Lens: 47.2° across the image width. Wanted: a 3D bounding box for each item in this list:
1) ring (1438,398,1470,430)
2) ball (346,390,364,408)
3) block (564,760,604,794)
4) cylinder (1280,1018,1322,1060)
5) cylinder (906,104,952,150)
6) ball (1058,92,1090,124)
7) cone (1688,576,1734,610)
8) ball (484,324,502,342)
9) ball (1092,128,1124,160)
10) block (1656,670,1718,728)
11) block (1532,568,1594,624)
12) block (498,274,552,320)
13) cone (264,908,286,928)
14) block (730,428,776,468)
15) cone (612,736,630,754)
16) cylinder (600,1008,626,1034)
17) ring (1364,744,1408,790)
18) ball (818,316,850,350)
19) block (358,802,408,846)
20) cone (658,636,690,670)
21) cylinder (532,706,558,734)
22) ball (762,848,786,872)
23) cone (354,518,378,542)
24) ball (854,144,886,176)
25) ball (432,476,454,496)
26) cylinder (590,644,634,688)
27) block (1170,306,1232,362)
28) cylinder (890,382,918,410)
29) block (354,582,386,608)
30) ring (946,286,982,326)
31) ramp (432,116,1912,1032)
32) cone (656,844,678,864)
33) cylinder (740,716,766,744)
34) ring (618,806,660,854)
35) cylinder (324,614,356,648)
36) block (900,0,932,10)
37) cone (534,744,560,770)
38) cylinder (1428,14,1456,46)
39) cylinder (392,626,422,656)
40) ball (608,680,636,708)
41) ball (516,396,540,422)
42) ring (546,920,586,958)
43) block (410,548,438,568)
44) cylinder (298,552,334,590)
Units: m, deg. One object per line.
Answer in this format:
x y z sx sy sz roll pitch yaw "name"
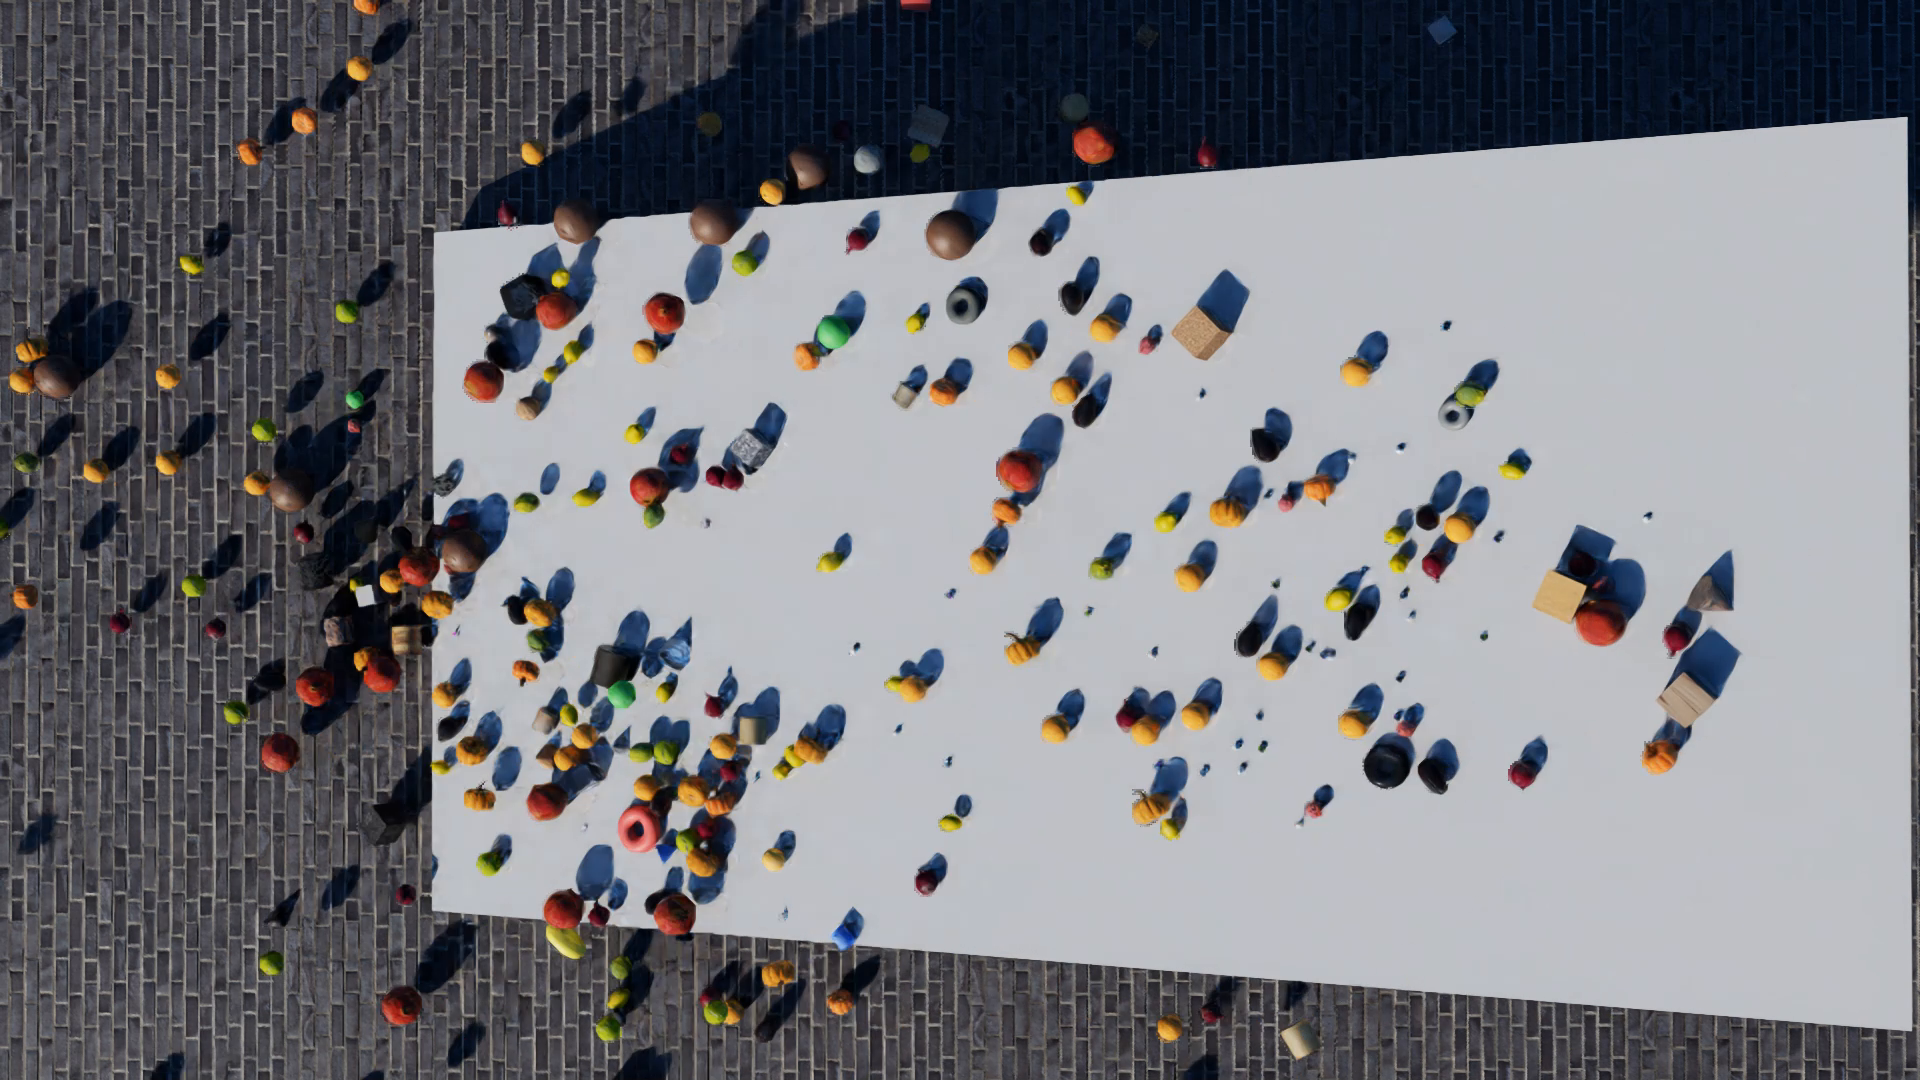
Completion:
1.172 -0.297 5.218 0.077 0.026 0.077 -2 87 28 "ring"
-1.803 -0.420 6.556 0.054 0.054 0.054 0 89 0 "ball"
-1.063 0.671 6.216 0.067 0.067 0.067 -35 76 20 "block"
0.840 1.227 5.413 0.076 0.076 0.076 -31 78 0 "cylinder"
-0.090 -1.184 6.297 0.099 0.099 0.099 23 99 0 "cylinder"
0.315 -1.191 6.068 0.085 0.085 0.085 0 89 0 "ball"
1.707 0.139 4.958 0.091 0.091 0.091 26 89 -5 "cone"
-1.352 -0.598 6.373 0.050 0.050 0.050 0 89 0 "ball"
0.424 -1.136 6.306 0.088 0.088 0.088 0 89 0 "ball"
1.639 0.359 4.960 0.090 0.090 0.090 46 107 18 "block"
1.390 0.130 5.075 0.095 0.095 0.095 26 100 23 "block"
-1.246 -0.695 6.303 0.091 0.091 0.091 -26 79 22 "block"
-2.030 1.139 6.551 0.059 0.059 0.059 -43 116 0 "cone"
-0.564 -0.251 5.993 0.073 0.073 0.073 42 106 19 "block"
-0.963 0.579 6.178 0.054 0.054 0.054 0 89 25 "cone"
-1.026 1.426 6.513 0.054 0.054 0.054 -32 89 -41 "cylinder"
1.022 0.543 5.273 0.109 0.036 0.109 0 91 25 "ring"
-0.338 -0.555 5.883 0.089 0.089 0.089 0 89 0 "ball"
-1.704 0.840 6.500 0.085 0.085 0.085 46 114 23 "block"
-0.811 0.316 6.088 0.095 0.095 0.095 0 89 25 "cone"
-1.185 0.515 6.278 0.058 0.058 0.058 29 86 0 "cylinder"
-0.504 0.867 5.959 0.062 0.062 0.062 0 89 0 "ball"
-1.744 -0.047 6.517 0.080 0.080 0.080 48 129 0 "cone"
-0.246 -1.036 6.000 0.088 0.088 0.088 0 89 0 "ball"
-1.513 -0.159 6.436 0.062 0.062 0.062 0 89 0 "ball"
-0.977 0.356 6.162 0.099 0.099 0.099 17 98 0 "cylinder"
0.597 -0.512 5.450 0.092 0.092 0.092 48 108 18 "block"
-0.147 -0.382 5.811 0.052 0.052 0.052 32 102 0 "cylinder"
-1.752 0.163 6.538 0.059 0.059 0.059 -12 90 20 "block"
0.009 -0.613 5.754 0.104 0.035 0.104 0 89 26 "ring"
0.282 0.082 5.694 4.000 0.100 2.000 0 89 25 "ramp"
-0.808 0.863 6.119 0.057 0.057 0.057 -22 89 -4 "cone"
-0.563 0.517 5.982 0.072 0.072 0.072 0 89 0 "cylinder"
-0.898 0.809 6.150 0.135 0.045 0.135 0 91 26 "ring"
-1.842 0.270 6.533 0.084 0.084 0.084 -13 82 0 "cylinder"
-0.129 -1.634 6.553 0.088 0.088 0.088 3 89 0 "block"
-1.192 0.620 6.272 0.074 0.074 0.074 0 89 25 "cone"
1.292 -1.367 5.895 0.057 0.057 0.057 -35 89 20 "cylinder"
-1.624 0.295 6.463 0.087 0.087 0.087 -2 87 0 "cylinder"
-0.937 0.428 6.097 0.078 0.078 0.078 0 89 0 "ball"
-1.239 -0.376 6.307 0.069 0.069 0.069 0 89 0 "ball"
-1.147 1.163 6.397 0.137 0.137 0.046 43 92 0 "ring"
-1.575 0.054 6.467 0.053 0.053 0.053 4 91 26 "block"
-1.910 0.093 6.520 0.090 0.090 0.090 -10 104 0 "cylinder"
